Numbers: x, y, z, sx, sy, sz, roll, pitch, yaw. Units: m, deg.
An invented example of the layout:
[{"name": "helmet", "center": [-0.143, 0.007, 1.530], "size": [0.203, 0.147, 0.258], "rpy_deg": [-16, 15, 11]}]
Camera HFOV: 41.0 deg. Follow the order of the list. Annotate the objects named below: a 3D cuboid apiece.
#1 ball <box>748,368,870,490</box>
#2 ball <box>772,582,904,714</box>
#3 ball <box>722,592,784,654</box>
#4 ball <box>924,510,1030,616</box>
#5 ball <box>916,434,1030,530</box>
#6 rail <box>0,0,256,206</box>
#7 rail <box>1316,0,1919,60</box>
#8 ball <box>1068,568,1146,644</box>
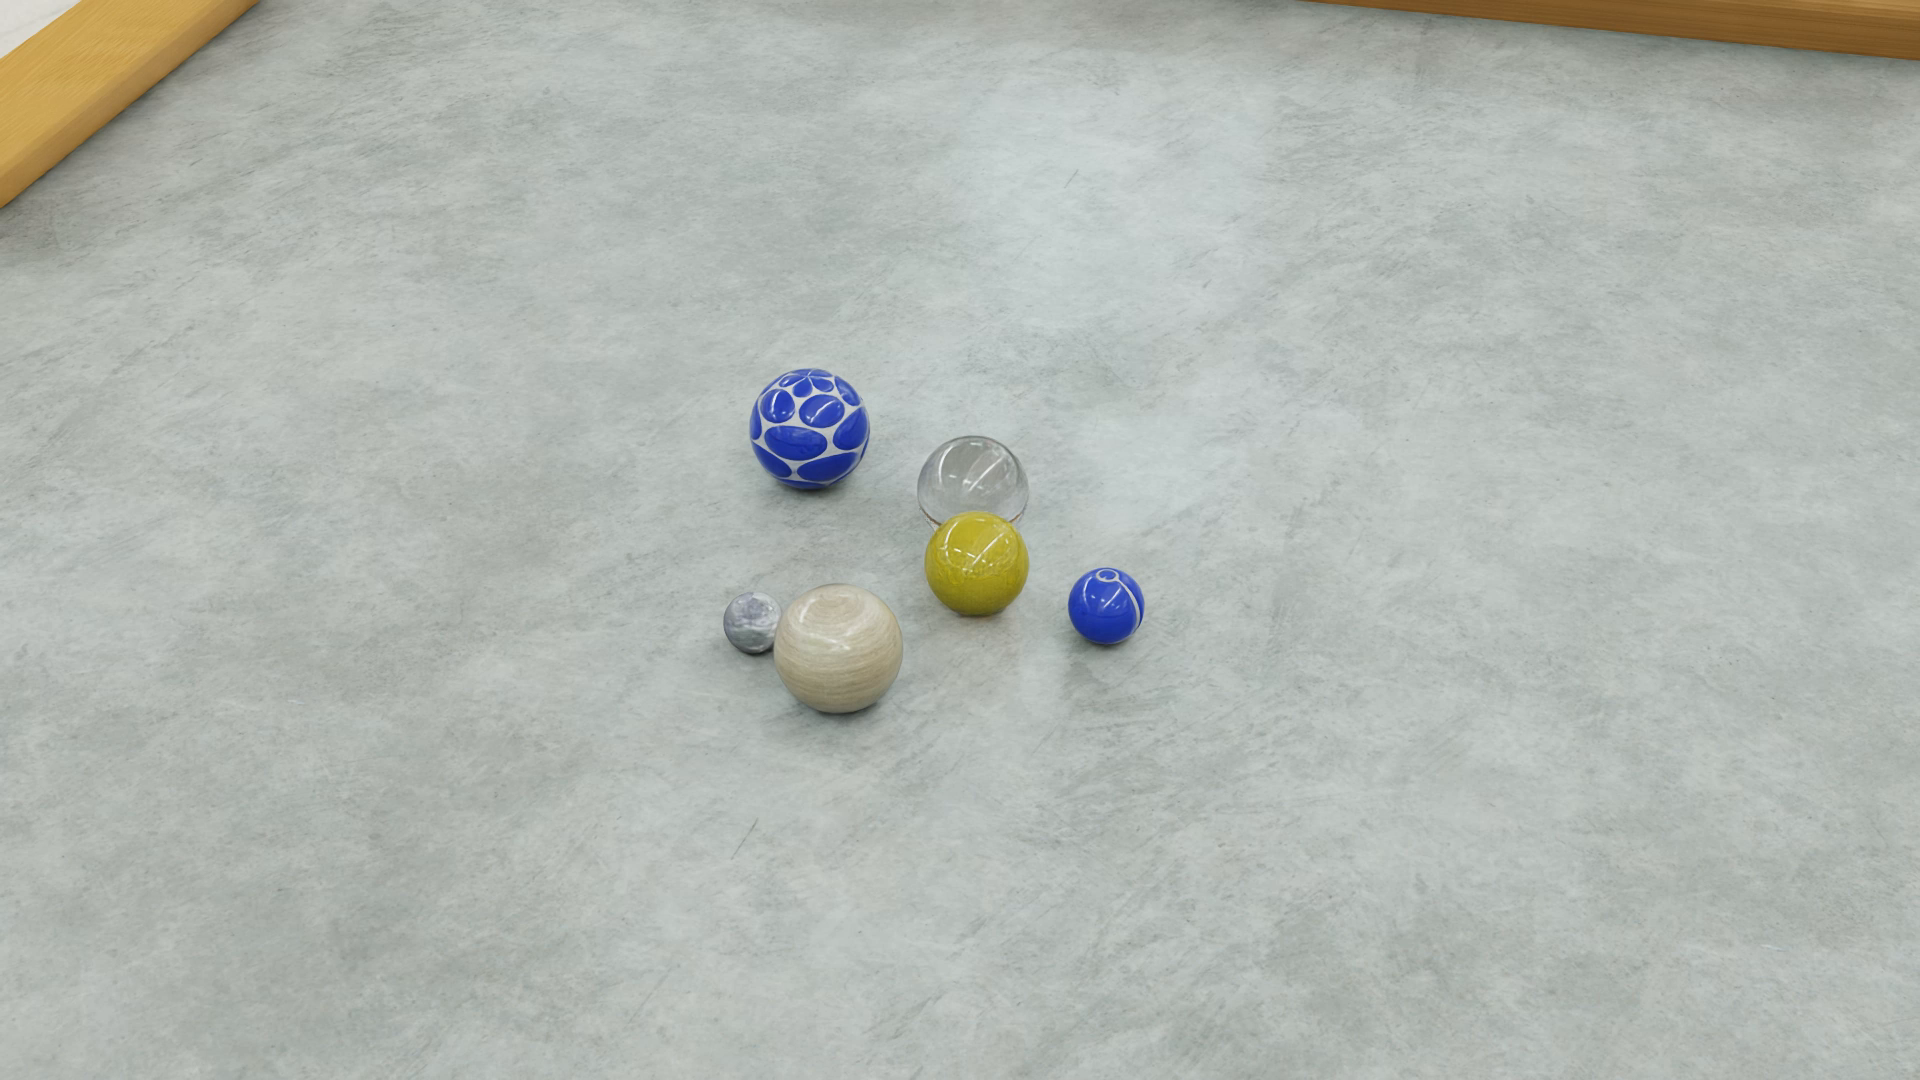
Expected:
[{"name": "ball", "center": [-0.118, -0.087, 2.008], "size": [0.095, 0.095, 0.095], "rpy_deg": [0, 34, 0]}, {"name": "ball", "center": [-0.084, 0.075, 1.774], "size": [0.090, 0.090, 0.090], "rpy_deg": [0, 34, 0]}, {"name": "ball", "center": [-0.148, 0.059, 1.838], "size": [0.044, 0.044, 0.044], "rpy_deg": [0, 34, 0]}, {"name": "ball", "center": [0.012, 0.017, 1.870], "size": [0.077, 0.077, 0.077], "rpy_deg": [0, 34, 0]}, {"name": "ball", "center": [0.010, -0.037, 1.943], "size": [0.086, 0.086, 0.086], "rpy_deg": [0, 34, 0]}, {"name": "rail", "center": [-0.978, -0.164, 2.089], "size": [0.045, 0.129, 2.362], "rpy_deg": [8, 35, 12]}, {"name": "rail", "center": [1.288, -0.509, 2.598], "size": [4.134, 0.129, 0.045], "rpy_deg": [8, 35, 12]}, {"name": "ball", "center": [0.105, 0.047, 1.845], "size": [0.056, 0.056, 0.056], "rpy_deg": [0, 34, 0]}]
